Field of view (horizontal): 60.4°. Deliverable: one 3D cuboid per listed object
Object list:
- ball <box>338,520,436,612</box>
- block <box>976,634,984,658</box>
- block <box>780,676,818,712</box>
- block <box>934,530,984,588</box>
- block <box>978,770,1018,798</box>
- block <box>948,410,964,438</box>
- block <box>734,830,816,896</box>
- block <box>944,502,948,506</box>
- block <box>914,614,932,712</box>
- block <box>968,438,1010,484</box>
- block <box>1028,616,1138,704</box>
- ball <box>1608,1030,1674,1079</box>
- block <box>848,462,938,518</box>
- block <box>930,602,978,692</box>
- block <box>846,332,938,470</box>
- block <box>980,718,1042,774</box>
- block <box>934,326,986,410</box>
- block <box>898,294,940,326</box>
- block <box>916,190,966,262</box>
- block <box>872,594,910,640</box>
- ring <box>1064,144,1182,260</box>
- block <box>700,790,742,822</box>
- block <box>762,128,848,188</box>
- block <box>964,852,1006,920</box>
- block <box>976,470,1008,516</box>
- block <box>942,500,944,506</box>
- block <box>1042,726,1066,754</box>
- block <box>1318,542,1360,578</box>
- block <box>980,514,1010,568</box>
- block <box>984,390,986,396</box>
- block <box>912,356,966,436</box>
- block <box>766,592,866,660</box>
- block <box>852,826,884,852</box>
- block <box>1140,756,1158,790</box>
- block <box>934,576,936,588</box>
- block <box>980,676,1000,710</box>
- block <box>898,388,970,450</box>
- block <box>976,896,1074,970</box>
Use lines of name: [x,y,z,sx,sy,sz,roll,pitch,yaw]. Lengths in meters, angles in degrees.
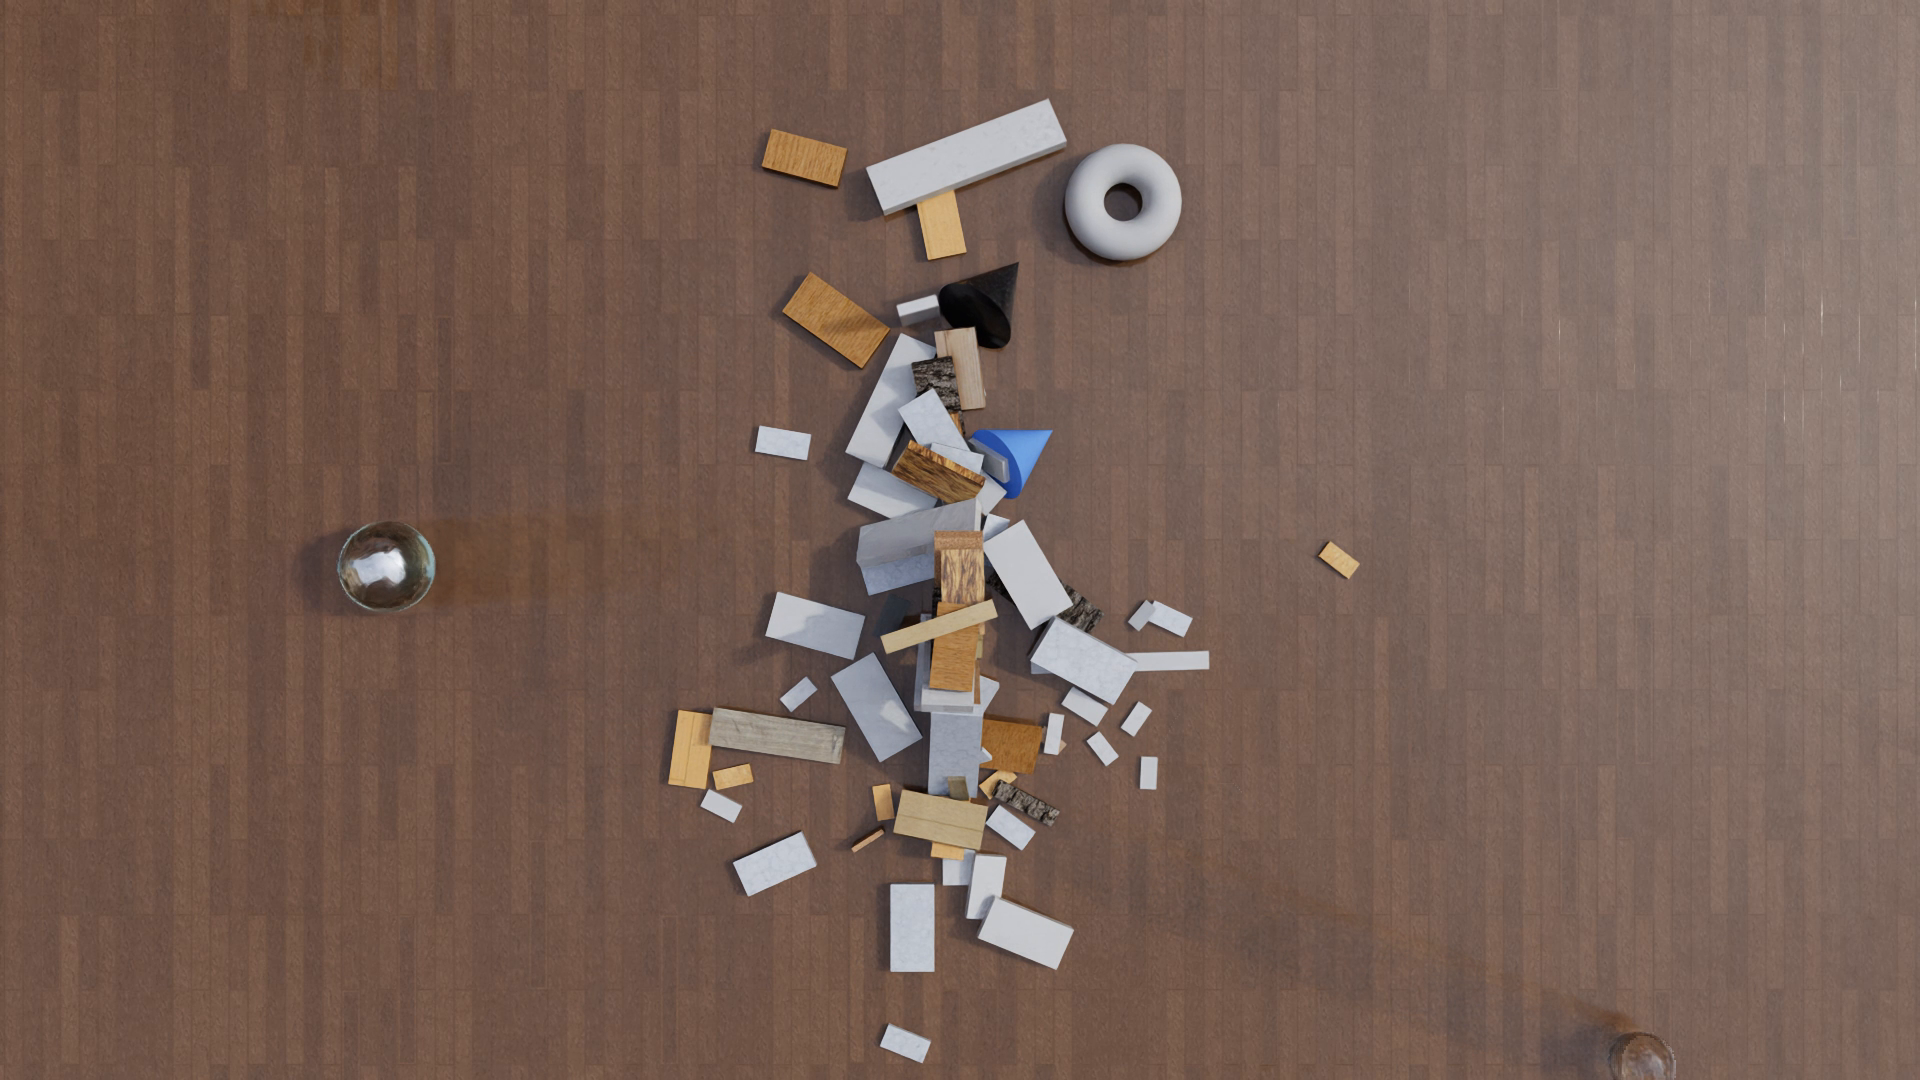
ball: [-1.858,0.087,5.350,0.299,0.299,0.299,0,90,0]
block: [0.001,0.252,5.396,0.152,0.043,0.304,1,125,0]
block: [-0.537,0.513,5.492,0.115,0.016,0.058,-41,90,0]
block: [-0.003,0.113,5.252,0.152,0.043,0.304,0,120,1]
block: [0.126,0.803,5.492,0.117,0.017,0.058,-39,90,0]
block: [-0.036,-0.314,5.444,0.105,0.030,0.211,-14,114,0]
block: [-0.614,1.075,5.483,0.247,0.035,0.123,-24,90,0]
block: [-0.001,-0.065,5.456,0.084,0.024,0.167,-10,104,-1]
block: [-0.055,0.393,5.278,0.162,0.046,0.323,3,60,2]
block: [0.094,-0.260,5.385,0.024,0.086,0.173,-32,46,-27]
block: [0.407,0.396,5.431,0.325,0.046,0.162,29,98,-13]
ball: [2.230,1.711,5.400,0.199,0.199,0.199,0,90,0]
block: [-0.219,-0.142,5.470,0.274,0.039,0.137,24,88,4]
block: [-0.015,0.330,5.109,0.133,0.038,0.266,6,88,-1]
block: [-0.223,-0.458,5.456,0.137,0.039,0.437,24,86,9]
block: [0.093,0.671,5.422,0.327,0.046,0.163,8,120,-6]
block: [0.001,-0.565,5.437,0.134,0.038,0.267,-5,105,9]
block: [-0.134,-0.746,5.371,0.129,0.258,0.037,-15,90,0]
block: [-0.068,-1.067,5.482,0.129,0.037,0.258,-12,90,0]
block: [-0.229,0.261,5.489,0.076,0.022,0.152,24,90,0]
ring: [0.538,-1.113,5.437,0.385,0.128,0.385,0,90,1]
block: [-0.794,0.885,5.491,0.124,0.018,0.062,27,90,0]
block: [-0.515,-1.267,5.482,0.258,0.037,0.129,15,90,0]
block: [0.085,1.148,5.463,0.107,0.030,0.213,7,95,-15]
block: [0.042,-0.189,5.404,0.211,0.030,0.105,42,97,0]
block: [-0.013,-0.160,5.460,0.105,0.030,0.211,-13,104,0]
block: [0.303,0.667,5.493,0.095,0.014,0.048,40,90,0]
block: [1.261,0.067,5.491,0.124,0.018,0.062,37,90,0]
block: [0.101,0.001,5.472,0.084,0.024,0.167,16,90,-25]
block: [0.040,-0.533,5.478,0.062,0.018,0.124,-16,103,0]
block: [-0.069,-0.463,5.418,0.134,0.038,0.267,-9,114,2]
block: [-0.478,0.284,5.479,0.301,0.043,0.151,15,90,0]
block: [-0.304,0.992,5.471,0.118,0.059,0.017,-33,90,0]
block: [0.628,0.775,5.492,0.053,0.015,0.106,3,90,0]
block: [-0.006,0.119,5.367,0.152,0.304,0.043,1,52,0]
block: [0.043,0.531,5.434,0.095,0.027,0.191,23,118,-14]
block: [-0.076,-0.344,5.369,0.134,0.038,0.267,-31,90,7]
block: [0.216,1.298,5.459,0.288,0.041,0.144,24,90,-8]
